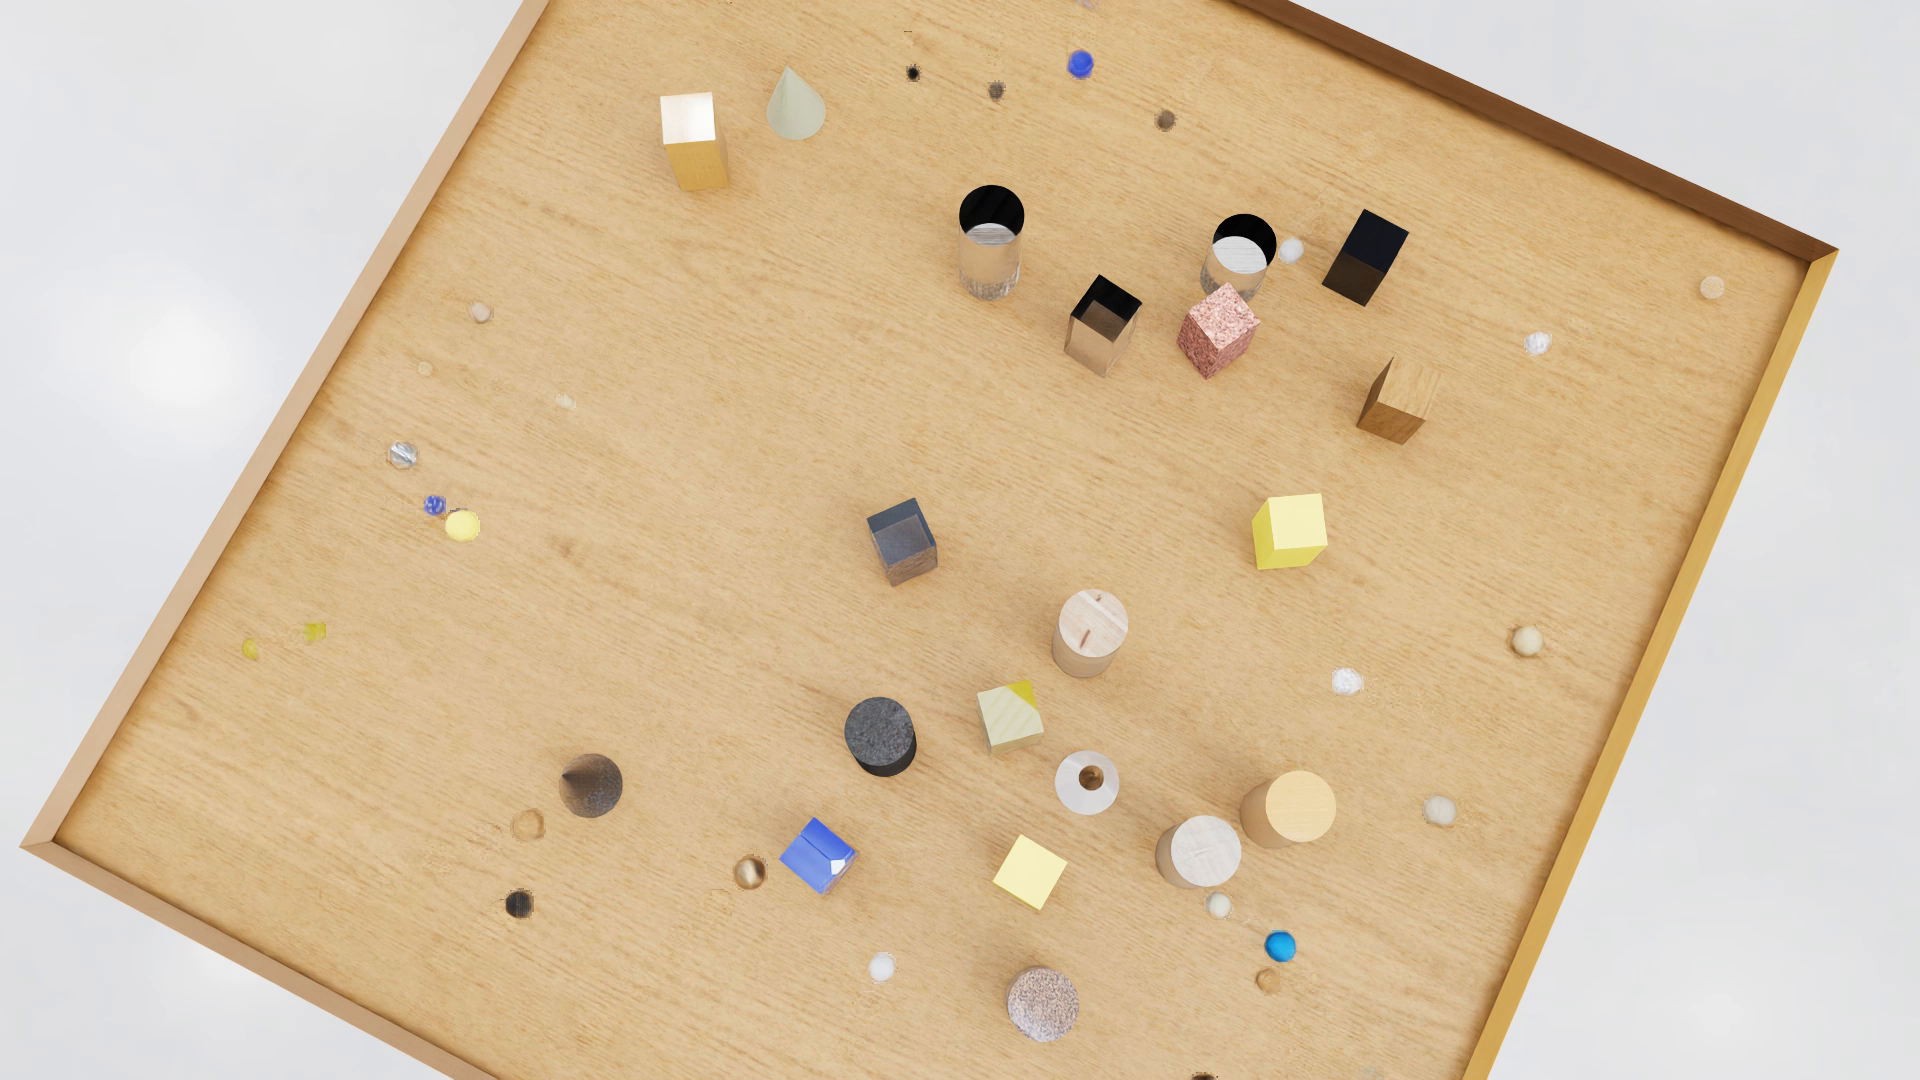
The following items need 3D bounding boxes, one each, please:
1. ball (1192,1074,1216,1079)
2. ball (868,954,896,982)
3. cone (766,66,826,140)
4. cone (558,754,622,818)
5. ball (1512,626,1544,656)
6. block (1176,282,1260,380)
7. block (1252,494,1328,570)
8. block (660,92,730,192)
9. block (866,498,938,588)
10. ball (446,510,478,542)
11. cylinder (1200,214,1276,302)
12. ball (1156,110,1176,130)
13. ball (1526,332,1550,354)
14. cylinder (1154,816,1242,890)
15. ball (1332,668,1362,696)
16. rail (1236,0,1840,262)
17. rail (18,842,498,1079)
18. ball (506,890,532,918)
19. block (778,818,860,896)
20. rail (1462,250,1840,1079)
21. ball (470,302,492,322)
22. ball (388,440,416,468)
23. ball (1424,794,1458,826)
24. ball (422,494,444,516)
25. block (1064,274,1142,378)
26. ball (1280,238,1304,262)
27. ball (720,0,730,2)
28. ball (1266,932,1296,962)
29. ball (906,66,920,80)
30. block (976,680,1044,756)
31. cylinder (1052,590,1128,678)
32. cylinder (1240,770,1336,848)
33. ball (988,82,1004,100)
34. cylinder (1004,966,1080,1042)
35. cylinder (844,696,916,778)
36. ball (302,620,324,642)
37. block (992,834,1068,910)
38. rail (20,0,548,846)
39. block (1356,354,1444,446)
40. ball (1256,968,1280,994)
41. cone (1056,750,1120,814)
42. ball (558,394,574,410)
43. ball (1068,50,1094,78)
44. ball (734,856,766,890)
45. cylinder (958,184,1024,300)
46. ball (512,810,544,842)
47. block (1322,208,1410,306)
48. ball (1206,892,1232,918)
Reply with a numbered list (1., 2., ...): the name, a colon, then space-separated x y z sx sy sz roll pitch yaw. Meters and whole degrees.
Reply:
1. ball: 0.700 1.570 5.250 0.082 0.082 0.082 0 78 0
2. ball: -0.228 1.243 5.319 0.078 0.078 0.078 0 78 0
3. cone: -0.528 -1.412 5.738 0.192 0.335 0.192 0 78 0
4. cone: -1.101 0.691 5.265 0.192 0.409 0.192 0 78 0
5. ball: 1.707 0.303 5.507 0.091 0.091 0.091 0 78 0
6. block: 0.784 -0.634 5.592 0.154 0.305 0.154 -36 81 -7
7. block: 0.979 -0.022 5.462 0.154 0.312 0.154 -5 78 -1
8. block: -0.818 -1.232 5.686 0.154 0.363 0.154 -6 78 -1
9. block: -0.169 0.010 5.439 0.154 0.344 0.154 -24 79 -5
10. ball: -1.517 -0.043 5.577 0.095 0.095 0.095 0 78 0
11. cylinder: 0.854 -0.858 5.642 0.192 0.299 0.192 0 78 0
12. ball: 0.658 -1.345 5.864 0.061 0.061 0.061 0 78 0
13. ball: 1.801 -0.613 5.707 0.072 0.072 0.072 0 78 0
14. cylinder: 0.673 0.892 5.216 0.192 0.423 0.192 0 78 0
15. ball: 1.160 0.425 5.485 0.085 0.085 0.085 0 78 0
16. rail: 0.901 -1.757 5.915 4.060 0.125 0.045 26 80 5
17. rail: -0.901 1.770 5.185 4.060 0.125 0.045 26 80 5
18. ball: -1.289 1.065 5.356 0.078 0.078 0.078 0 78 0
19. block: -0.403 0.915 5.290 0.154 0.268 0.154 39 81 7
20. rail: 1.795 0.885 5.369 0.045 0.125 4.075 26 80 5
21. ball: -1.500 -0.712 5.731 0.065 0.065 0.065 0 78 0
22. ball: -1.713 -0.263 5.627 0.086 0.086 0.086 0 78 0
23. ball: 1.418 0.798 5.404 0.094 0.094 0.094 0 78 0
24. ball: -1.610 -0.107 5.606 0.064 0.064 0.064 0 78 0
25. block: 0.430 -0.644 5.565 0.154 0.363 0.154 34 80 7
26. ball: 1.044 -0.914 5.766 0.077 0.077 0.077 0 78 0
27. ball: -0.763 -1.779 5.951 0.065 0.065 0.065 0 78 0
28. ball: 0.934 1.182 5.326 0.089 0.089 0.089 0 78 0
29. ball: -0.151 -1.505 5.907 0.040 0.040 0.040 0 78 0
30. block: 0.143 0.521 5.336 0.154 0.338 0.154 -15 79 -3
31. cylinder: 0.372 0.278 5.322 0.192 0.463 0.192 0 78 0
32. cylinder: 0.927 0.772 5.216 0.192 0.472 0.192 0 78 0
33. ball: 0.116 -1.442 5.889 0.051 0.051 0.051 0 78 0
34. cylinder: 0.226 1.297 5.144 0.192 0.399 0.192 0 78 0
35. cylinder: -0.225 0.572 5.289 0.192 0.410 0.192 0 78 0
36. ball: -1.951 0.276 5.527 0.064 0.064 0.064 0 78 0
37. block: 0.198 0.961 5.290 0.154 0.250 0.154 30 80 6
38. rail: -1.795 -0.872 5.732 0.045 0.125 4.075 26 80 5
39. block: 1.329 -0.421 5.553 0.154 0.295 0.154 22 79 4
40. ball: 0.894 1.280 5.317 0.069 0.069 0.069 0 78 0
41. cone: 0.380 0.691 5.310 0.192 0.320 0.192 0 78 0
42. ball: -1.222 -0.426 5.679 0.050 0.050 0.050 0 78 0
43. ball: 0.388 -1.531 5.890 0.086 0.086 0.086 0 78 0
44. ball: -0.616 0.976 5.365 0.096 0.096 0.096 0 78 0
45. cylinder: 0.092 -0.896 5.562 0.192 0.470 0.192 0 78 0
46. ball: -1.271 0.841 5.395 0.094 0.094 0.094 0 78 0
47. block: 1.245 -0.865 5.642 0.154 0.301 0.154 29 80 6
48. ball: 0.756 1.068 5.358 0.073 0.073 0.073 0 78 0
